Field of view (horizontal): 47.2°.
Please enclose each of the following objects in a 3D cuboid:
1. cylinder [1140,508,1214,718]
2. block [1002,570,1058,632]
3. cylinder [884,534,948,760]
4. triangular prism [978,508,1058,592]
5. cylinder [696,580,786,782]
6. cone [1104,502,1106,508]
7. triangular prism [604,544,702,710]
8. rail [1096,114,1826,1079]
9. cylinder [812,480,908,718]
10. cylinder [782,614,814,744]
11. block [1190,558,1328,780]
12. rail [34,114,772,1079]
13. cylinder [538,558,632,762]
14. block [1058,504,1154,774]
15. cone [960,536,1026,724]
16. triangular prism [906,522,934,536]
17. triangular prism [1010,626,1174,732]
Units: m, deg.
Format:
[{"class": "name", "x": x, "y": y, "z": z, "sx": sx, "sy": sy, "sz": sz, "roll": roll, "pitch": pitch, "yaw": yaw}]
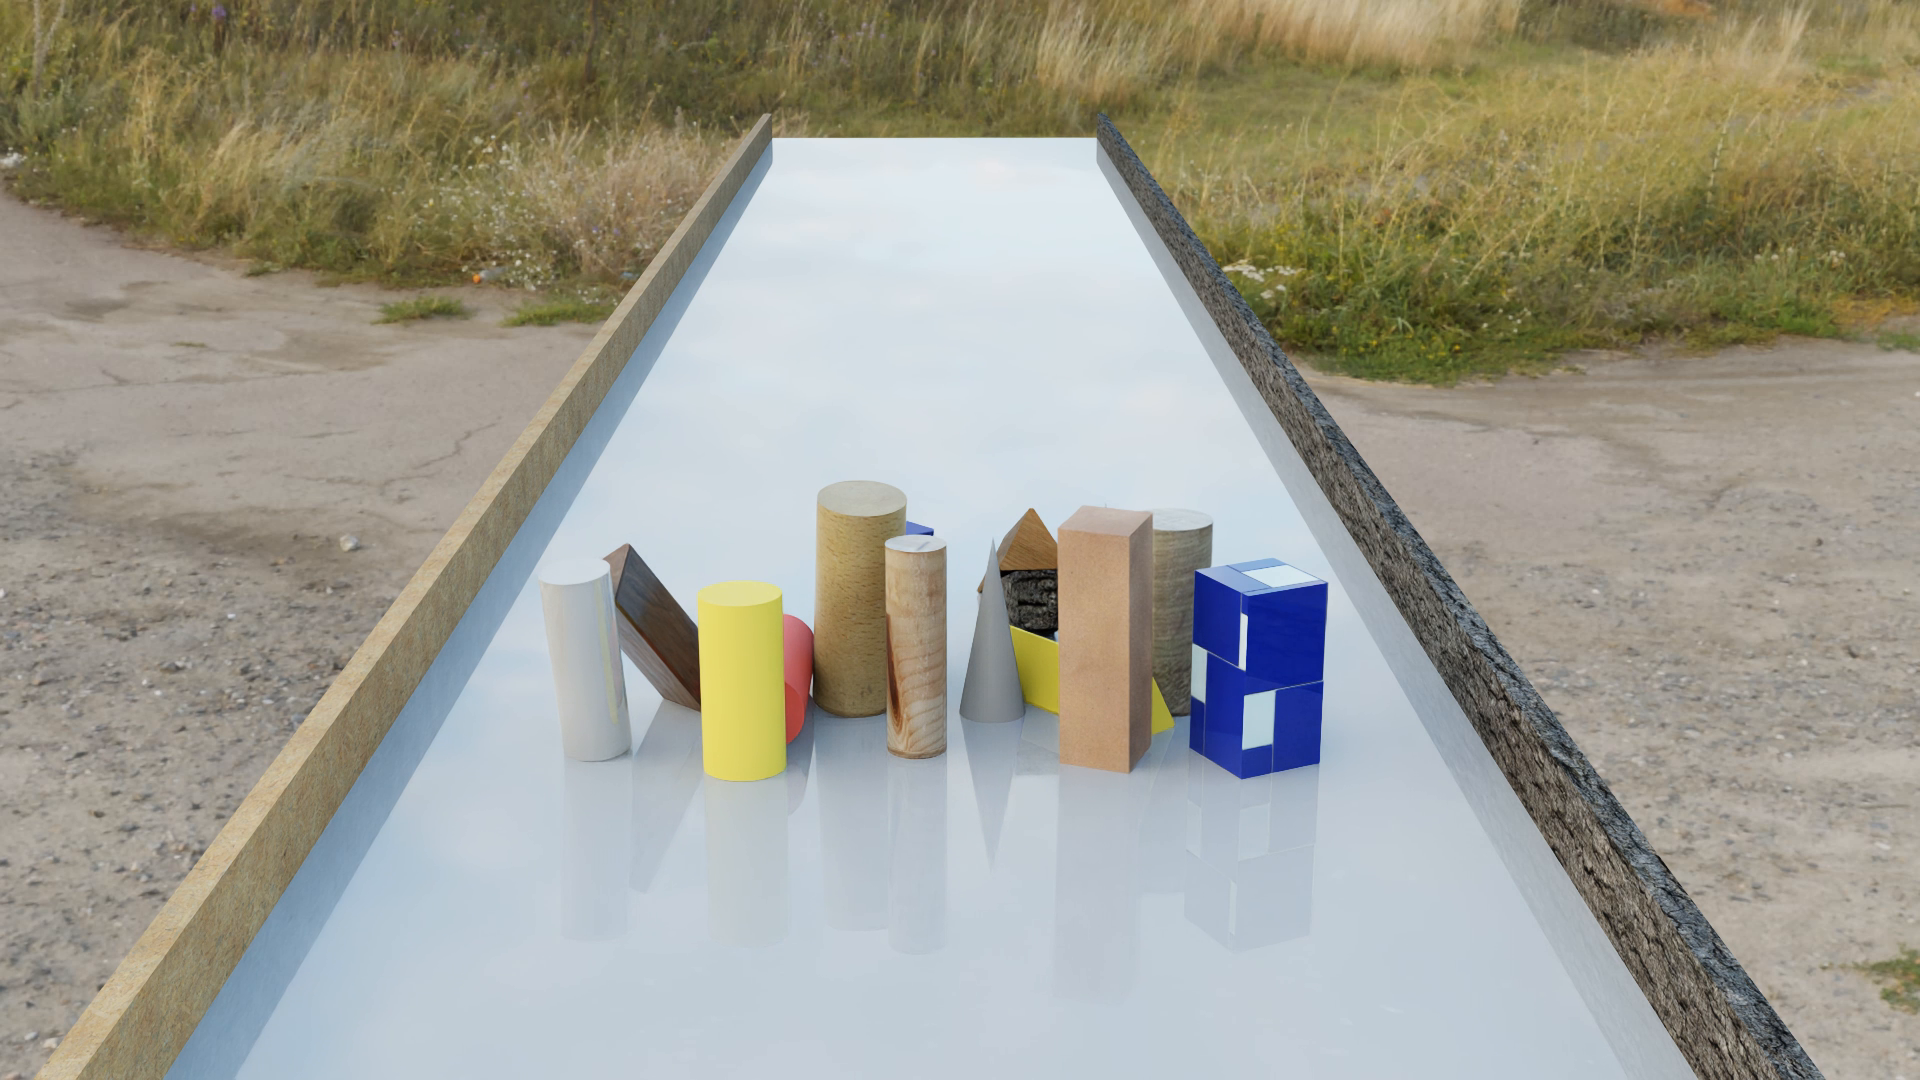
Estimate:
[{"class": "cylinder", "x": 0.392, "y": 0.135, "z": 4.135, "sx": 0.155, "sy": 0.363, "sz": 0.155, "roll": 0, "pitch": 16, "yaw": 0}, {"class": "block", "x": 0.153, "y": 0.126, "z": 4.428, "sx": 0.114, "sy": 0.114, "sz": 0.308, "roll": -2, "pitch": -4, "yaw": -6}, {"class": "cylinder", "x": -0.077, "y": 0.190, "z": 3.911, "sx": 0.109, "sy": 0.385, "sz": 0.109, "roll": 0, "pitch": 17, "yaw": 0}, {"class": "triangular prism", "x": 0.127, "y": 0.023, "z": 4.647, "sx": 0.142, "sy": 0.123, "sz": 0.403, "roll": -2, "pitch": -8, "yaw": -6}, {"class": "cylinder", "x": -0.380, "y": 0.245, "z": 3.841, "sx": 0.147, "sy": 0.319, "sz": 0.147, "roll": 0, "pitch": 16, "yaw": 0}, {"class": "cone", "x": 0.285, "y": 0.082, "z": 4.367, "sx": 0.173, "sy": 0.332, "sz": 0.173, "roll": 0, "pitch": 17, "yaw": 0}, {"class": "triangular prism", "x": -0.560, "y": 0.159, "z": 4.077, "sx": 0.134, "sy": 0.348, "sz": 0.116, "roll": 15, "pitch": 60, "yaw": 41}, {"class": "rail", "x": 0.932, "y": -0.844, "z": 7.801, "sx": 0.050, "sy": 0.150, "sz": 12.000, "roll": 0, "pitch": 17, "yaw": -1}, {"class": "cylinder", "x": -0.188, "y": 0.110, "z": 4.096, "sx": 0.165, "sy": 0.413, "sz": 0.165, "roll": 3, "pitch": 25, "yaw": -1}, {"class": "cylinder", "x": -0.348, "y": 0.260, "z": 4.107, "sx": 0.141, "sy": 0.141, "sz": 0.354, "roll": 0, "pitch": 17, "yaw": 0}, {"class": "block", "x": 0.526, "y": 0.224, "z": 3.885, "sx": 0.166, "sy": 0.335, "sz": 0.166, "roll": -8, "pitch": 18, "yaw": -26}, {"class": "rail", "x": -1.118, "y": -0.838, "z": 7.780, "sx": 0.050, "sy": 0.150, "sz": 12.000, "roll": 0, "pitch": 17, "yaw": -1}, {"class": "cylinder", "x": -0.662, "y": 0.212, "z": 3.897, "sx": 0.125, "sy": 0.340, "sz": 0.125, "roll": -3, "pitch": 22, "yaw": 1}, {"class": "block", "x": 0.256, "y": 0.174, "z": 3.852, "sx": 0.129, "sy": 0.442, "sz": 0.129, "roll": 7, "pitch": 21, "yaw": 22}, {"class": "cone", "x": 0.061, "y": 0.158, "z": 4.092, "sx": 0.126, "sy": 0.345, "sz": 0.126, "roll": 0, "pitch": 17, "yaw": 0}, {"class": "triangular prism", "x": -0.160, "y": 0.107, "z": 4.292, "sx": 0.149, "sy": 0.310, "sz": 0.129, "roll": -10, "pitch": 29, "yaw": -31}, {"class": "triangular prism", "x": 0.220, "y": 0.260, "z": 4.153, "sx": 0.125, "sy": 0.109, "sz": 0.396, "roll": -13, "pitch": 21, "yaw": -39}]
